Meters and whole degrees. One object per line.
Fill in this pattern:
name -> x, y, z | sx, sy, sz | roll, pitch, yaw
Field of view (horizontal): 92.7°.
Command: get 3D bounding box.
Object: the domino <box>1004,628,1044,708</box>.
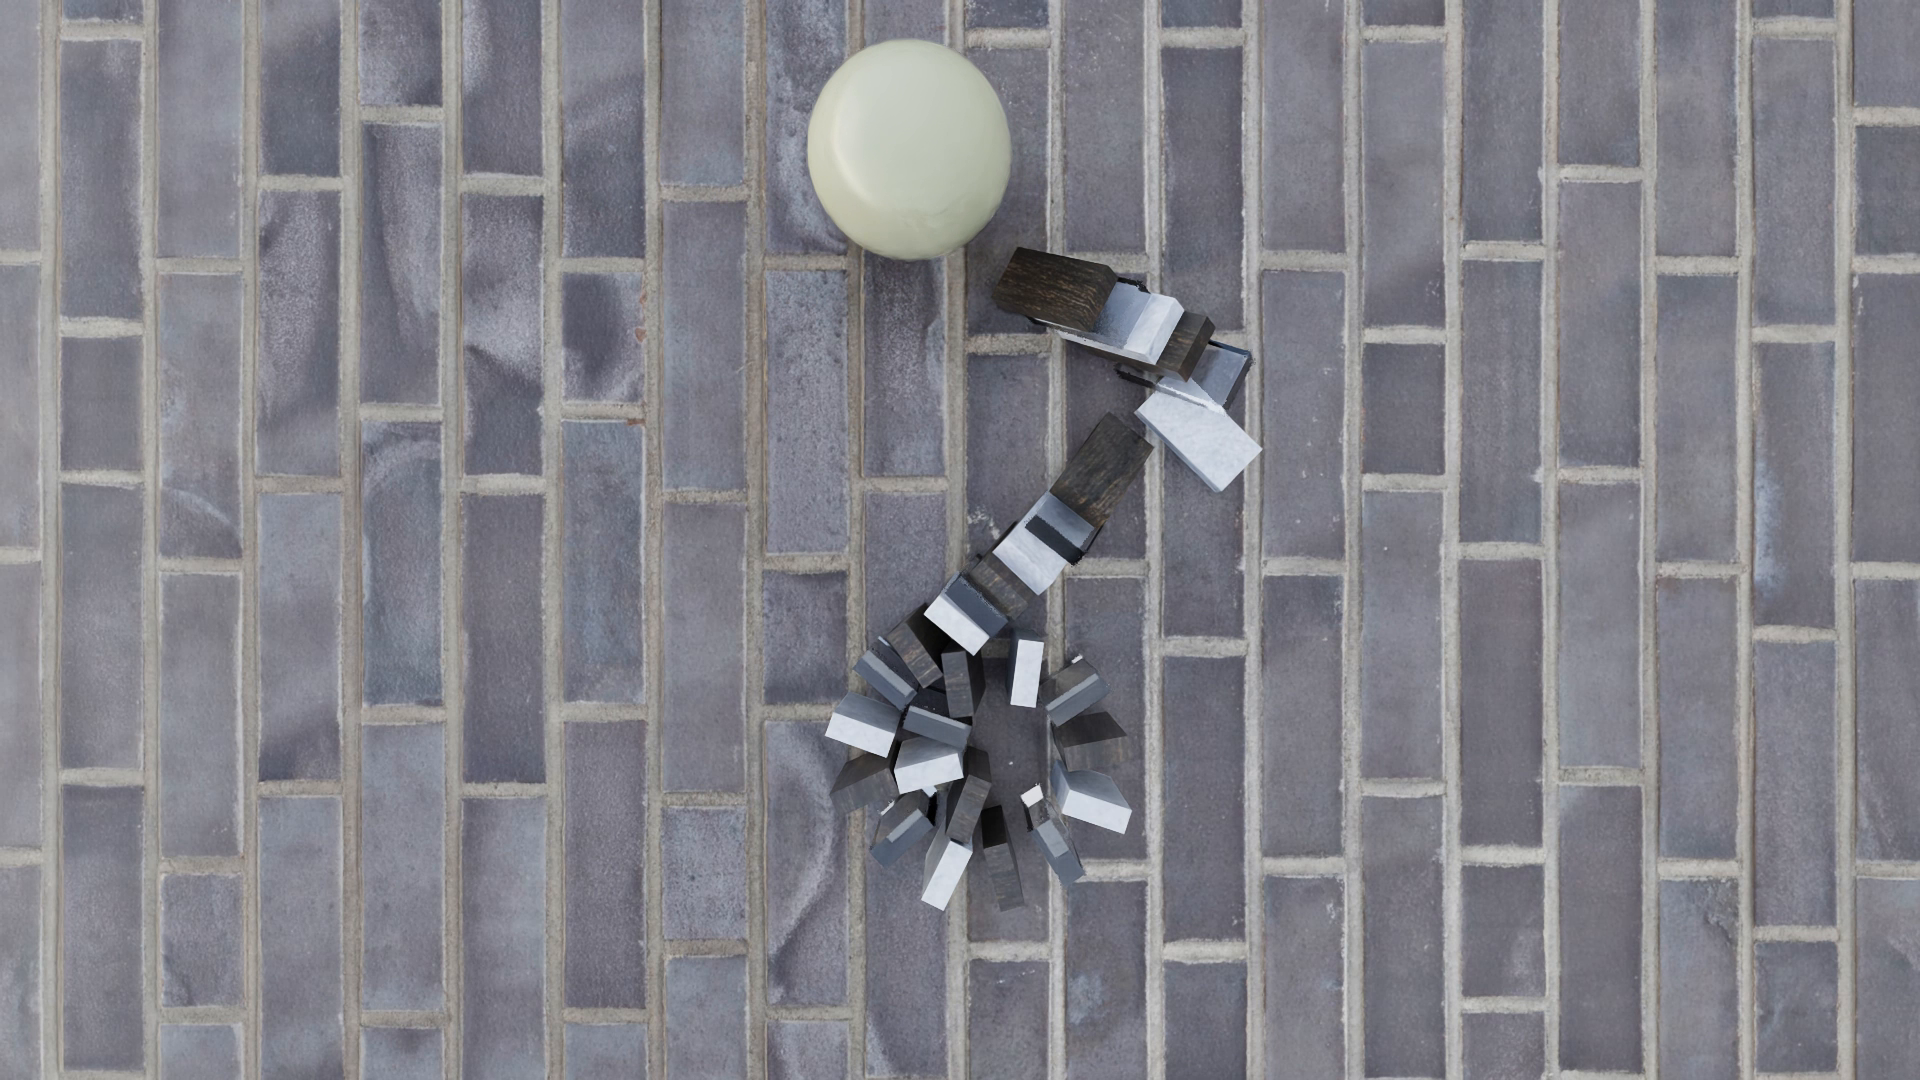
domino -> 0.026, 0.051, 0.375 | 0.009, 0.050, 0.025 | 7, 90, 0

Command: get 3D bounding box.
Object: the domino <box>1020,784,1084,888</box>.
domino -> 0.037, 0.120, 0.375 | 0.009, 0.050, 0.025 | -32, 90, 0

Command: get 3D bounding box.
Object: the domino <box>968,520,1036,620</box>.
domino -> 0.022, 0.011, 0.376 | 0.025, 0.050, 0.009 | 43, 116, 0

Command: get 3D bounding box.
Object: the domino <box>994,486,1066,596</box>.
domino -> 0.035, -0.001, 0.378 | 0.025, 0.050, 0.010 | 43, 129, 0

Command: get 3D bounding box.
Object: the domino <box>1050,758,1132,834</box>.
domino -> 0.052, 0.104, 0.375 | 0.025, 0.050, 0.009 | 18, 90, 0

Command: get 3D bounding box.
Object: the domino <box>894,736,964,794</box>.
domino -> -0.012, 0.089, 0.375 | 0.025, 0.050, 0.009 | -15, 90, 0

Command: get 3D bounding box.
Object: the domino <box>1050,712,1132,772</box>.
domino -> 0.053, 0.082, 0.375 | 0.025, 0.050, 0.009 | -11, 90, 0

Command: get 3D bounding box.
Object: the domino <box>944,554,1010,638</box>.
domino -> 0.010, 0.022, 0.375 | 0.025, 0.050, 0.010 | 43, 103, 0

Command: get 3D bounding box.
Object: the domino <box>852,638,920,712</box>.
domino -> -0.029, 0.054, 0.375 | 0.025, 0.050, 0.009 | 41, 90, 0

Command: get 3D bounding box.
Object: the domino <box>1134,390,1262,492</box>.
domino -> 0.102, -0.047, 0.395 | 0.050, 0.010, 0.025 | 44, 90, 0

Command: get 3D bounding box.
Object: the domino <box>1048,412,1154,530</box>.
domino -> 0.060, -0.030, 0.381 | 0.025, 0.010, 0.050 | 38, 52, 0

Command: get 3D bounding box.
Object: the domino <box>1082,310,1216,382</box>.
domino -> 0.077, -0.084, 0.380 | 0.050, 0.010, 0.025 | 28, 90, 41

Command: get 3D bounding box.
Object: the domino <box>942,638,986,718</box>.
domino -> 0.002, 0.054, 0.374 | 0.010, 0.050, 0.025 | -8, 92, 7

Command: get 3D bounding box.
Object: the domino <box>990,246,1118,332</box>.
domino -> 0.038, -0.104, 0.380 | 0.050, 0.010, 0.025 | 28, 90, 41

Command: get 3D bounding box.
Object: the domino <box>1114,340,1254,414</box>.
domino -> 0.093, -0.073, 0.384 | 0.050, 0.009, 0.025 | 26, 87, 28

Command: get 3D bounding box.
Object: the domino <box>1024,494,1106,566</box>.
domino -> 0.049, -0.014, 0.380 | 0.025, 0.009, 0.050 | 38, 47, 0

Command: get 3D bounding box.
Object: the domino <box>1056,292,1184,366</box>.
domino -> 0.065, -0.092, 0.380 | 0.050, 0.010, 0.025 | 28, 90, 41

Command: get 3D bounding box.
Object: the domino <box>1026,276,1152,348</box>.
domino -> 0.052, -0.098, 0.380 | 0.050, 0.010, 0.025 | 29, 91, 41

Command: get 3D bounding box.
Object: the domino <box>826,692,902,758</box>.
domino -> -0.038, 0.075, 0.375 | 0.025, 0.050, 0.009 | 20, 90, 0

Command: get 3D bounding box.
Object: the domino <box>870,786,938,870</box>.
domino -> -0.022, 0.114, 0.375 | 0.025, 0.050, 0.009 | -42, 90, 0

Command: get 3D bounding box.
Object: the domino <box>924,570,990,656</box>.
domino -> 0.002, 0.029, 0.375 | 0.025, 0.050, 0.010 | 40, 102, 0

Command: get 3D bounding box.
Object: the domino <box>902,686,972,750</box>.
domino -> -0.008, 0.071, 0.375 | 0.025, 0.050, 0.009 | 19, 92, 0

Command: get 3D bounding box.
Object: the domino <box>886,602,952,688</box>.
domino -> -0.015, 0.042, 0.375 | 0.009, 0.050, 0.025 | -36, 90, 8

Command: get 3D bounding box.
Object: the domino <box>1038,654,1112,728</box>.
domino -> 0.045, 0.061, 0.375 | 0.025, 0.050, 0.010 | -33, 90, 0

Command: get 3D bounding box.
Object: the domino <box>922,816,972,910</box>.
domino -> -0.005, 0.128, 0.375 | 0.009, 0.050, 0.025 | 26, 90, 0

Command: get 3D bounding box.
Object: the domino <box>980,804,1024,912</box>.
domino -> 0.017, 0.129, 0.375 | 0.010, 0.050, 0.025 | -16, 90, 0

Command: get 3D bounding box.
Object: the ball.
ball -> -0.019, -0.151, 0.360 | 0.080, 0.080, 0.080 | 0, 90, 0

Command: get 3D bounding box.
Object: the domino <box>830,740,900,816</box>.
domino -> -0.037, 0.096, 0.375 | 0.025, 0.050, 0.009 | -25, 90, 0

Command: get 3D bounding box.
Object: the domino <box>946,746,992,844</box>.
domino -> 0.003, 0.103, 0.375 | 0.010, 0.050, 0.025 | 21, 90, 0
